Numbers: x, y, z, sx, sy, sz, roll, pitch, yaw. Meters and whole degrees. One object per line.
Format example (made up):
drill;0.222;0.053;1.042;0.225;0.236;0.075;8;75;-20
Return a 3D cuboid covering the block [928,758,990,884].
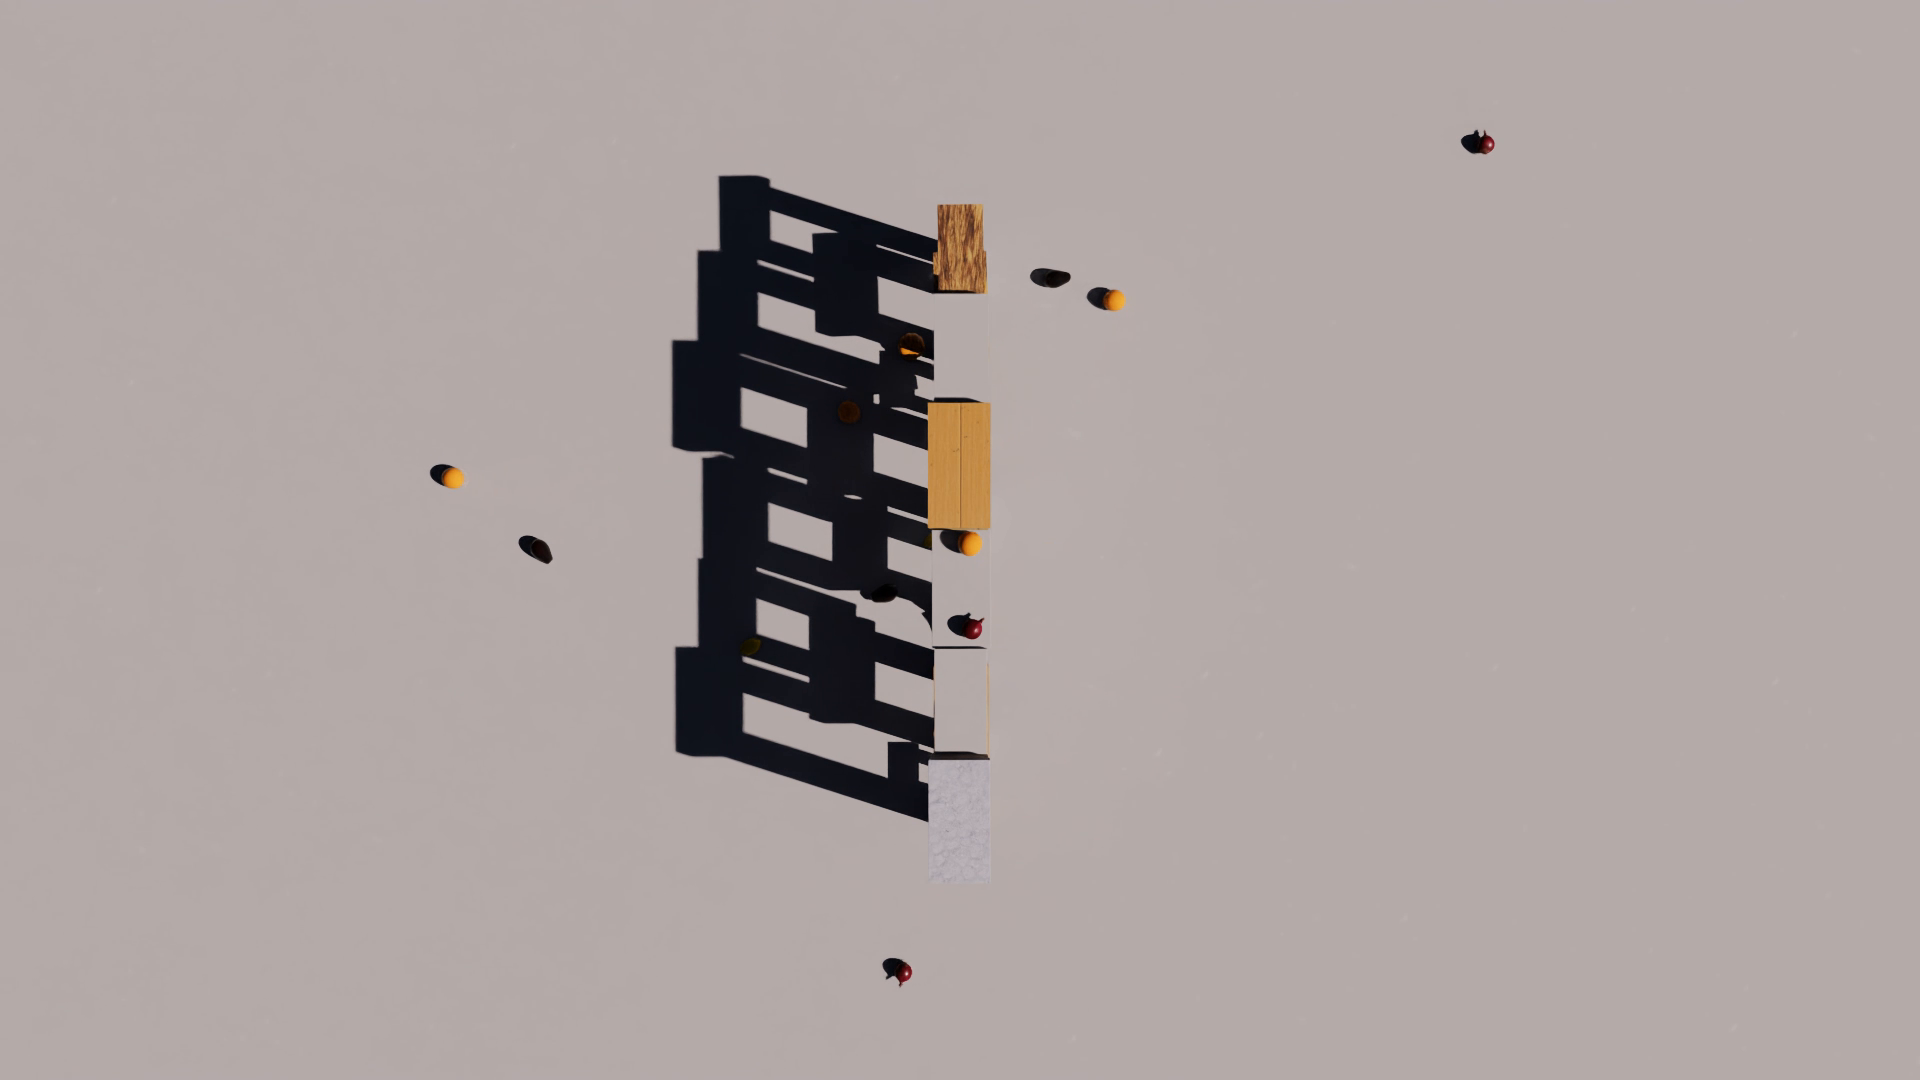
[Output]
block;-0.002;0.805;4.734;0.176;0.050;0.352;0;90;0

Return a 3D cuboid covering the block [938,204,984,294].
block;0.002;-0.848;4.839;0.133;0.038;0.265;-1;90;0

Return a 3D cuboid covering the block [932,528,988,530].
block;0.000;-0.201;5.133;0.171;0.049;0.343;0;90;0

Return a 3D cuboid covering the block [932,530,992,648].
block;0.004;0.142;4.808;0.171;0.048;0.342;0;90;0

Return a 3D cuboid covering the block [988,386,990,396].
block;0.006;-0.442;5.050;0.158;0.484;0.045;-7;90;0

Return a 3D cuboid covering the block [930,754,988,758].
block;-0.002;0.687;4.935;0.176;0.352;0.050;0;90;0

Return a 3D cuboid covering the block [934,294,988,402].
block;0.004;-0.554;4.786;0.158;0.045;0.315;0;90;0

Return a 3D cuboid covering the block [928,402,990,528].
block;-0.002;-0.212;4.726;0.179;0.051;0.357;0;90;0

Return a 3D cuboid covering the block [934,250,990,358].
block;0.004;-0.731;5.146;0.165;0.047;0.330;-2;90;0

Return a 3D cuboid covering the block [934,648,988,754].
block;0.002;0.467;4.785;0.152;0.043;0.304;0;90;0
